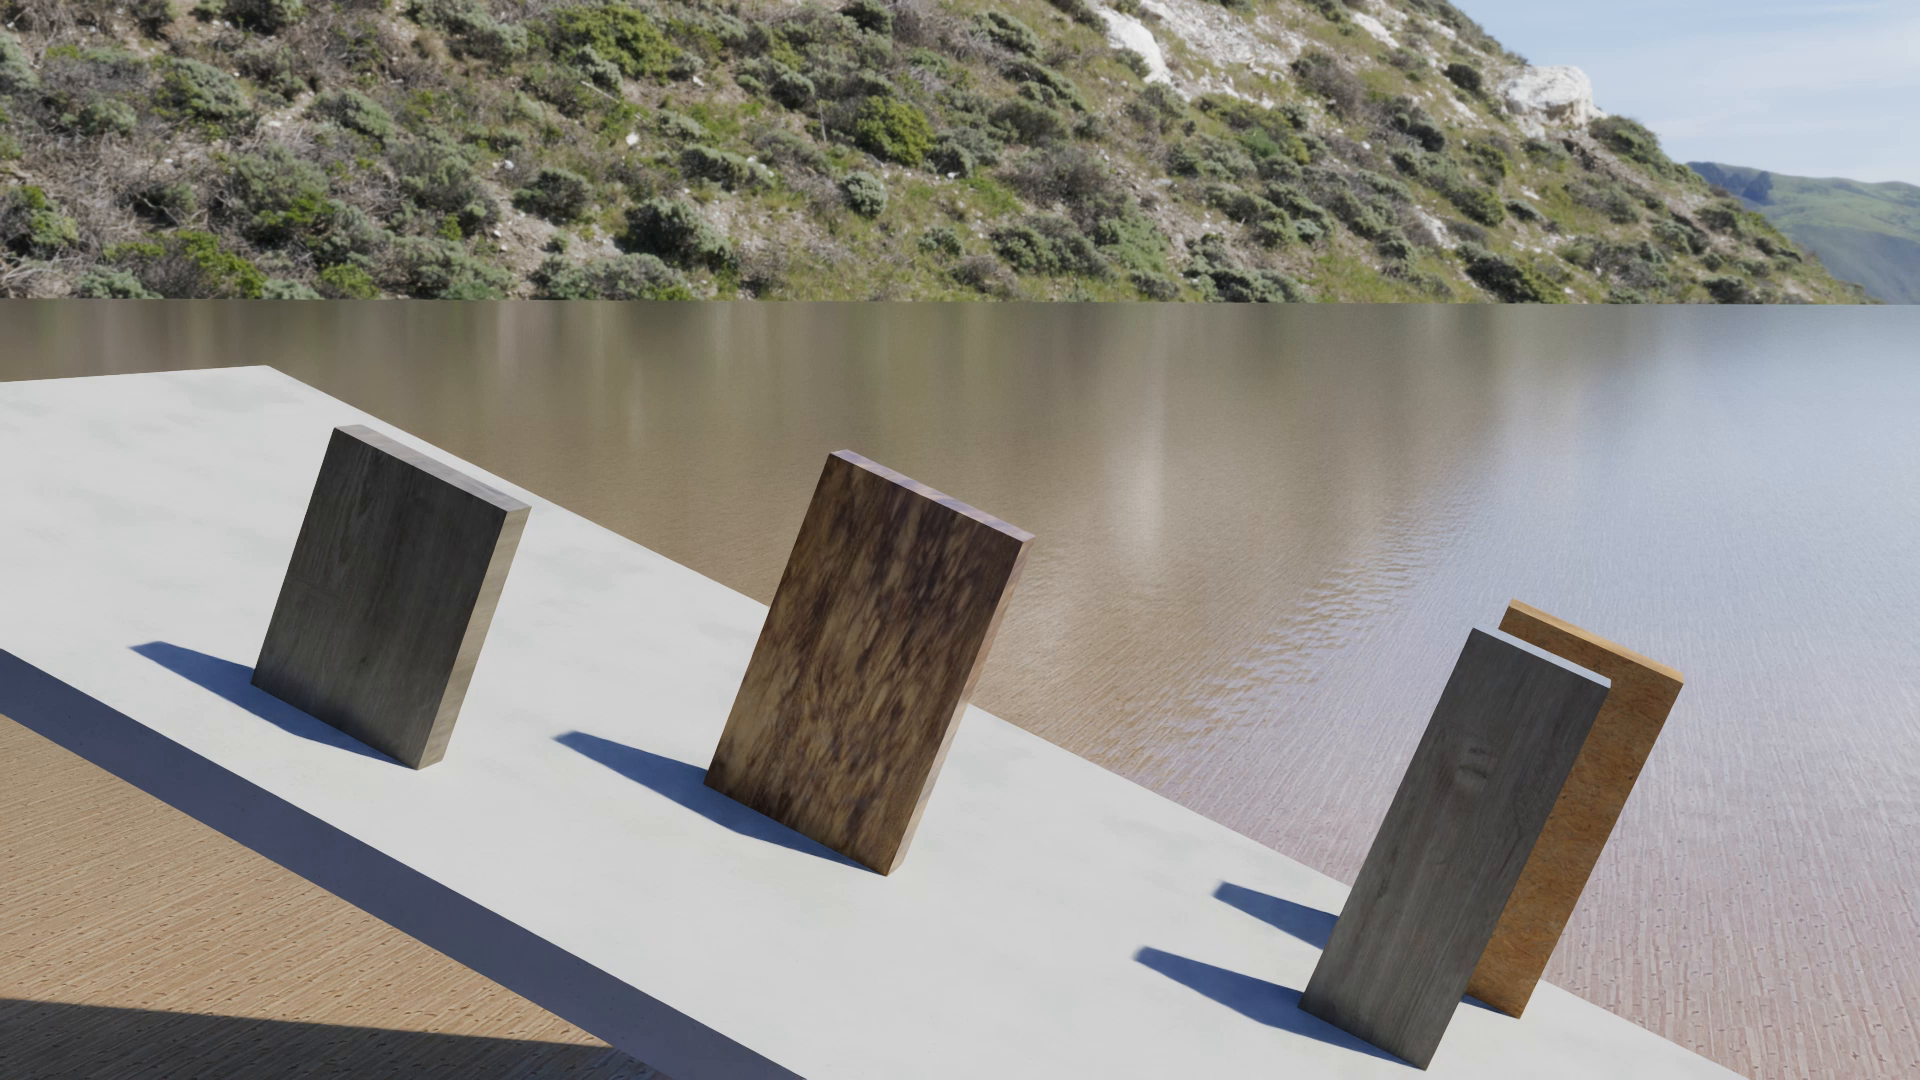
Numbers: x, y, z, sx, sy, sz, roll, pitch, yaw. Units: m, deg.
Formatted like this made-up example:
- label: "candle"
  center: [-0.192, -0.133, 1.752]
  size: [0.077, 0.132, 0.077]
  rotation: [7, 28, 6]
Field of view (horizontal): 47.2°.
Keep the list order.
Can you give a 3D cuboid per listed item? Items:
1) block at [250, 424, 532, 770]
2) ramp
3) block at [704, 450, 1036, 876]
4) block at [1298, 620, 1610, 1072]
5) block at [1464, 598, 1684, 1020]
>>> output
- label: "block"
  center: [-0.948, 0.093, 3.649]
  size: [0.339, 0.471, 0.081]
  rotation: [25, 13, 13]
- label: "ramp"
  center: [-0.303, 0.535, 4.192]
  size: [4.000, 0.100, 2.000]
  rotation: [25, 13, 13]
- label: "block"
  center: [-0.168, 0.221, 3.966]
  size: [0.385, 0.666, 0.088]
  rotation: [25, 13, 13]
- label: "block"
  center: [0.902, 0.563, 4.038]
  size: [0.258, 0.793, 0.092]
  rotation: [25, 13, 13]
- label: "block"
  center: [1.143, 0.551, 4.523]
  size: [0.367, 0.774, 0.122]
  rotation: [25, 13, 13]
